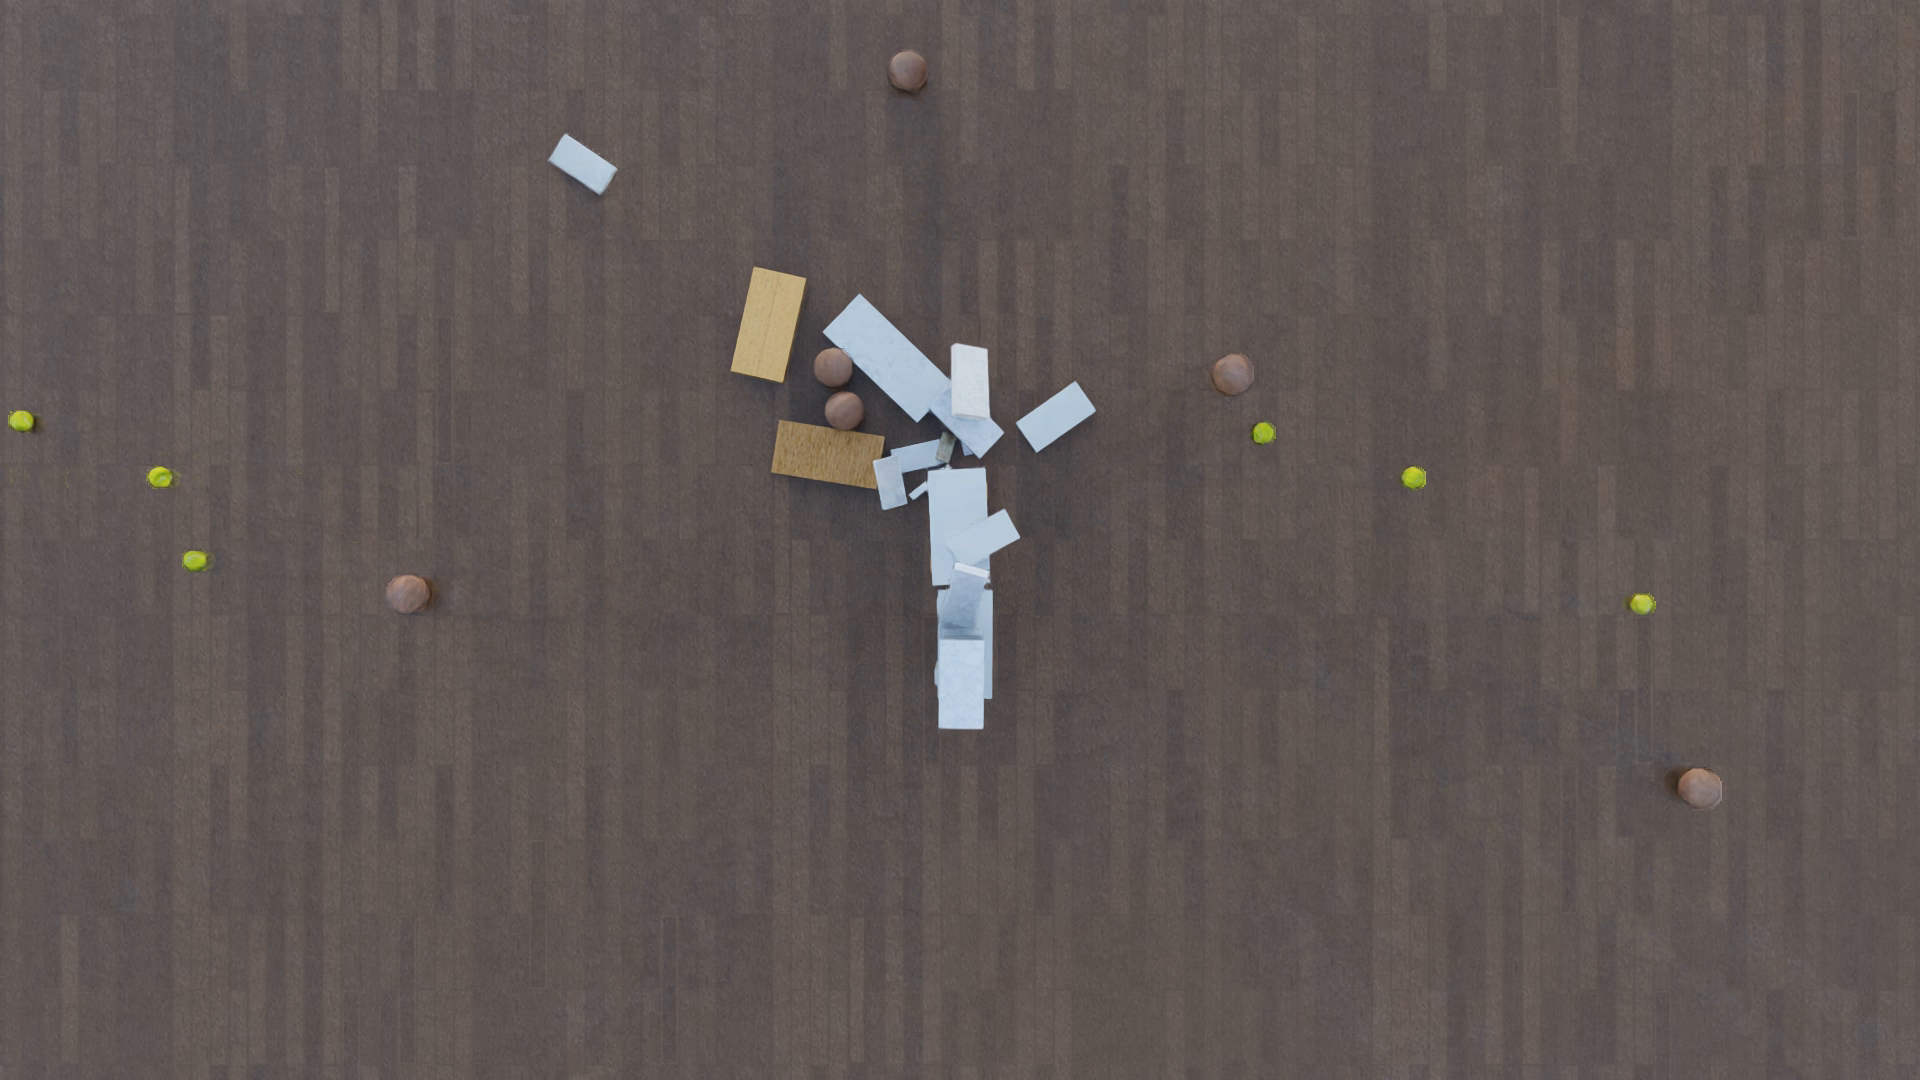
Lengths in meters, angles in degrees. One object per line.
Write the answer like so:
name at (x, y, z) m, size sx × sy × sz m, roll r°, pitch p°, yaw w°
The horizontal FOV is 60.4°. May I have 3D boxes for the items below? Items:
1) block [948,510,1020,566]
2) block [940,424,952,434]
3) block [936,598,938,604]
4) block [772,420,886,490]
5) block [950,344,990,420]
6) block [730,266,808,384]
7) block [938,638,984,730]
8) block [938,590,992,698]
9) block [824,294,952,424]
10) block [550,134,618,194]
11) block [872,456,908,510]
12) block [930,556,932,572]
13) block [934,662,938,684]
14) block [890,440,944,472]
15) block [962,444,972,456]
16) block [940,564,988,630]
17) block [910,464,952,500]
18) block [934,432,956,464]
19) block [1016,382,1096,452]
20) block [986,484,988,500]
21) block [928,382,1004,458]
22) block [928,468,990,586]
block at (0.072, -0.003, 5.078) m, size 0.203 × 0.029 × 0.101 m, roll -29°, pitch 90°, yaw 0°
block at (-0.026, -0.403, 5.493) m, size 0.048 × 0.014 × 0.095 m, roll 27°, pitch 90°, yaw 0°
block at (0.013, 0.205, 5.331) m, size 0.169 × 0.338 × 0.048 m, roll -1°, pitch 90°, yaw 0°
block at (-0.437, -0.283, 5.475) m, size 0.353 × 0.050 × 0.176 m, roll 9°, pitch 90°, yaw 0°
block at (0.033, -0.519, 5.425) m, size 0.121 × 0.034 × 0.241 m, roll 7°, pitch 73°, yaw -29°
block at (-0.633, -0.712, 5.475) m, size 0.176 × 0.050 × 0.353 m, roll 13°, pitch 90°, yaw 0°
block at (0.005, 0.422, 4.837) m, size 0.130 × 0.037 × 0.259 m, roll 1°, pitch 90°, yaw 0°
block at (0.016, 0.323, 5.139) m, size 0.169 × 0.048 × 0.338 m, roll 0°, pitch 90°, yaw 0°
block at (-0.237, -0.601, 5.475) m, size 0.432 × 0.050 × 0.176 m, roll 44°, pitch 90°, yaw 0°
block at (-1.252, -1.248, 5.478) m, size 0.203 × 0.029 × 0.101 m, roll 34°, pitch 99°, yaw 0°
block at (-0.231, -0.191, 5.456) m, size 0.082 × 0.023 × 0.165 m, roll -16°, pitch 104°, yaw -21°
block at (-0.003, 0.079, 5.321) m, size 0.178 × 0.356 × 0.050 m, roll 0°, pitch 89°, yaw 0°
block at (0.005, 0.429, 5.331) m, size 0.169 × 0.338 × 0.048 m, roll 0°, pitch 90°, yaw 0°
block at (-0.141, -0.277, 5.488) m, size 0.165 × 0.023 × 0.082 m, roll -13°, pitch 90°, yaw 0°
block at (0.026, -0.332, 5.493) m, size 0.048 × 0.014 × 0.095 m, roll -15°, pitch 90°, yaw 0°
block at (0.012, 0.173, 5.030) m, size 0.101 × 0.029 × 0.224 m, roll 15°, pitch 131°, yaw 0°
block at (-0.096, -0.191, 5.459) m, size 0.165 × 0.082 × 0.023 m, roll -38°, pitch 90°, yaw 0°
block at (-0.048, -0.306, 5.476) m, size 0.048 × 0.014 × 0.095 m, roll 20°, pitch 78°, yaw -20°
block at (0.319, -0.409, 5.483) m, size 0.241 × 0.034 × 0.121 m, roll -35°, pitch 90°, yaw 0°
block at (-0.004, -0.152, 5.321) m, size 0.178 × 0.356 × 0.050 m, roll -1°, pitch 91°, yaw 0°
block at (0.019, -0.396, 5.451) m, size 0.241 × 0.034 × 0.121 m, roll 45°, pitch 84°, yaw -13°
block at (-0.003, -0.041, 5.118) m, size 0.178 × 0.050 × 0.356 m, roll -3°, pitch 90°, yaw 0°
